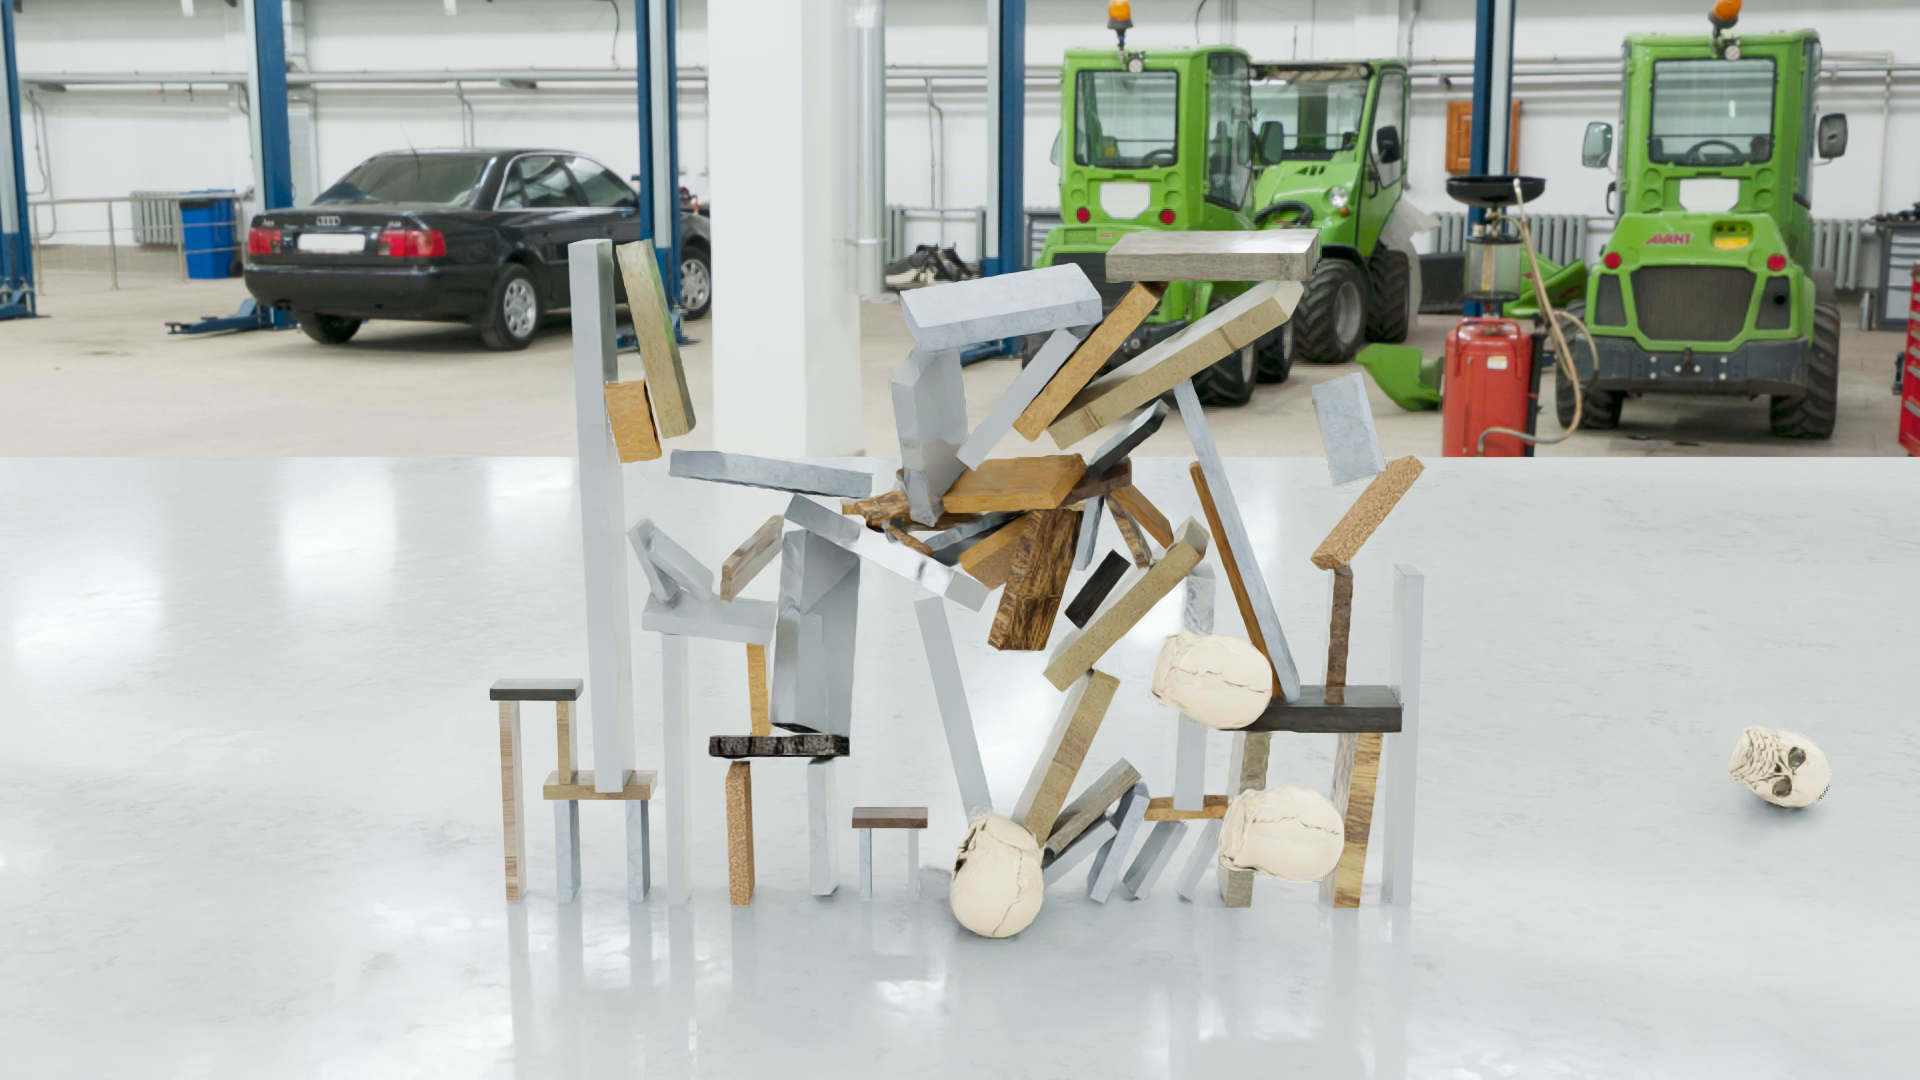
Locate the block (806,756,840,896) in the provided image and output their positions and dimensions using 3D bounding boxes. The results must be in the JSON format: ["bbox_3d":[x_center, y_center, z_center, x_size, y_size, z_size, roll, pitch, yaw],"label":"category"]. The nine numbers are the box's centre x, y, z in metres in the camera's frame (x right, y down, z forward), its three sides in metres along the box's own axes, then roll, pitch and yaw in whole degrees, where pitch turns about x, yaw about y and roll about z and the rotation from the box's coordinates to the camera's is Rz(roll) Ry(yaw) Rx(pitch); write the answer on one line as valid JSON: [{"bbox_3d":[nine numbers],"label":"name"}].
[{"bbox_3d":[-0.228,0.474,3.662,0.030,0.215,0.108,-2,1,6],"label":"block"}]

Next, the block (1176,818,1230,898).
[{"bbox_3d":[0.405,0.520,3.661,0.020,0.143,0.072,27,7,-2],"label":"block"}]

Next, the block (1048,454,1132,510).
[{"bbox_3d":[0.206,-0.094,3.542,0.143,0.020,0.072,-18,28,13],"label":"block"}]

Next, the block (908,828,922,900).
[{"bbox_3d":[-0.075,0.529,3.655,0.018,0.124,0.062,0,11,3],"label":"block"}]

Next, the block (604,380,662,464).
[{"bbox_3d":[-0.514,-0.186,3.459,0.064,0.128,0.018,-6,23,9],"label":"block"}]

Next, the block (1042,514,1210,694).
[{"bbox_3d":[0.278,0.106,3.650,0.047,0.329,0.165,44,18,-2],"label":"block"}]

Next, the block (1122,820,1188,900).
[{"bbox_3d":[0.325,0.524,3.663,0.020,0.143,0.072,31,2,-17],"label":"block"}]

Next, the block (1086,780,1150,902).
[{"bbox_3d":[0.262,0.498,3.652,0.027,0.192,0.096,22,10,-4],"label":"block"}]

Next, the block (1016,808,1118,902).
[{"bbox_3d":[0.177,0.520,3.656,0.192,0.027,0.096,-39,8,7],"label":"block"}]

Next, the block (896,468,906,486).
[{"bbox_3d":[-0.051,-0.094,3.765,0.063,0.018,0.126,-27,42,-19],"label":"block"}]

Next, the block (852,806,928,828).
[{"bbox_3d":[-0.115,0.460,3.642,0.124,0.018,0.062,0,11,0],"label":"block"}]

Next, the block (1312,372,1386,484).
[{"bbox_3d":[0.565,-0.162,3.199,0.074,0.148,0.021,-18,-7,41],"label":"block"}]

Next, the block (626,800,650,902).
[{"bbox_3d":[-0.535,0.503,3.656,0.025,0.176,0.088,0,11,0],"label":"block"}]

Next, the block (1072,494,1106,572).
[{"bbox_3d":[0.213,-0.021,3.596,0.019,0.134,0.067,14,16,11],"label":"block"}]

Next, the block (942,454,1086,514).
[{"bbox_3d":[0.087,-0.092,3.579,0.219,0.031,0.109,-2,34,38],"label":"block"}]

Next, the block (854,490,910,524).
[{"bbox_3d":[-0.124,-0.054,3.610,0.095,0.013,0.047,-17,48,-42],"label":"block"}]

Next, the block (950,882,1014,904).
[{"bbox_3d":[0.036,0.584,3.650,0.101,0.014,0.050,-2,11,-4],"label":"block"}]

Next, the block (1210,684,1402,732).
[{"bbox_3d":[0.567,0.276,3.619,0.294,0.042,0.147,0,11,2],"label":"block"}]

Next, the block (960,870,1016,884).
[{"bbox_3d":[0.037,0.564,3.674,0.101,0.014,0.050,-5,-2,16],"label":"block"}]

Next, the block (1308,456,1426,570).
[{"bbox_3d":[0.661,-0.043,3.574,0.030,0.214,0.107,42,-10,-5],"label":"block"}]

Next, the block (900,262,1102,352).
[{"bbox_3d":[0.063,-0.362,3.409,0.286,0.041,0.143,-10,31,-9],"label":"block"}]

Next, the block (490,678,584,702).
[{"bbox_3d":[-0.694,0.245,3.605,0.140,0.020,0.070,0,11,1],"label":"block"}]

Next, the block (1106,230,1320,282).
[{"bbox_3d":[0.391,-0.439,3.388,0.305,0.043,0.153,2,21,17],"label":"block"}]

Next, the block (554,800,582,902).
[{"bbox_3d":[-0.652,0.503,3.656,0.025,0.176,0.088,0,11,0],"label":"block"}]

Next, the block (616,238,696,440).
[{"bbox_3d":[-0.482,-0.322,3.496,0.044,0.308,0.154,-13,9,-1],"label":"block"}]

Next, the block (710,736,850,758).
[{"bbox_3d":[-0.302,0.347,3.688,0.215,0.030,0.108,-2,-8,9],"label":"block"}]

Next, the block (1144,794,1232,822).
[{"bbox_3d":[0.375,0.445,3.653,0.143,0.020,0.072,-4,8,3],"label":"block"}]

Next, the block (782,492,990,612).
[{"bbox_3d":[-0.125,0.022,3.772,0.335,0.047,0.167,25,-1,24],"label":"block"}]

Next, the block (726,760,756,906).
[{"bbox_3d":[-0.364,0.485,3.646,0.030,0.215,0.108,-1,11,0],"label":"block"}]

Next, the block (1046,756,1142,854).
[{"bbox_3d":[0.217,0.442,3.663,0.192,0.027,0.096,-42,4,-1],"label":"block"}]

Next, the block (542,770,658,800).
[{"bbox_3d":[-0.594,0.405,3.637,0.175,0.025,0.088,0,11,0],"label":"block"}]

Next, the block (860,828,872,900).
[{"bbox_3d":[-0.157,0.529,3.655,0.018,0.124,0.062,0,11,0],"label":"block"}]

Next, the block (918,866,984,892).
[{"bbox_3d":[-0.015,0.558,3.629,0.101,0.014,0.050,11,1,16],"label":"block"}]

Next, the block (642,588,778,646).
[{"bbox_3d":[-0.406,0.123,3.581,0.209,0.030,0.104,8,24,-3],"label":"block"}]
